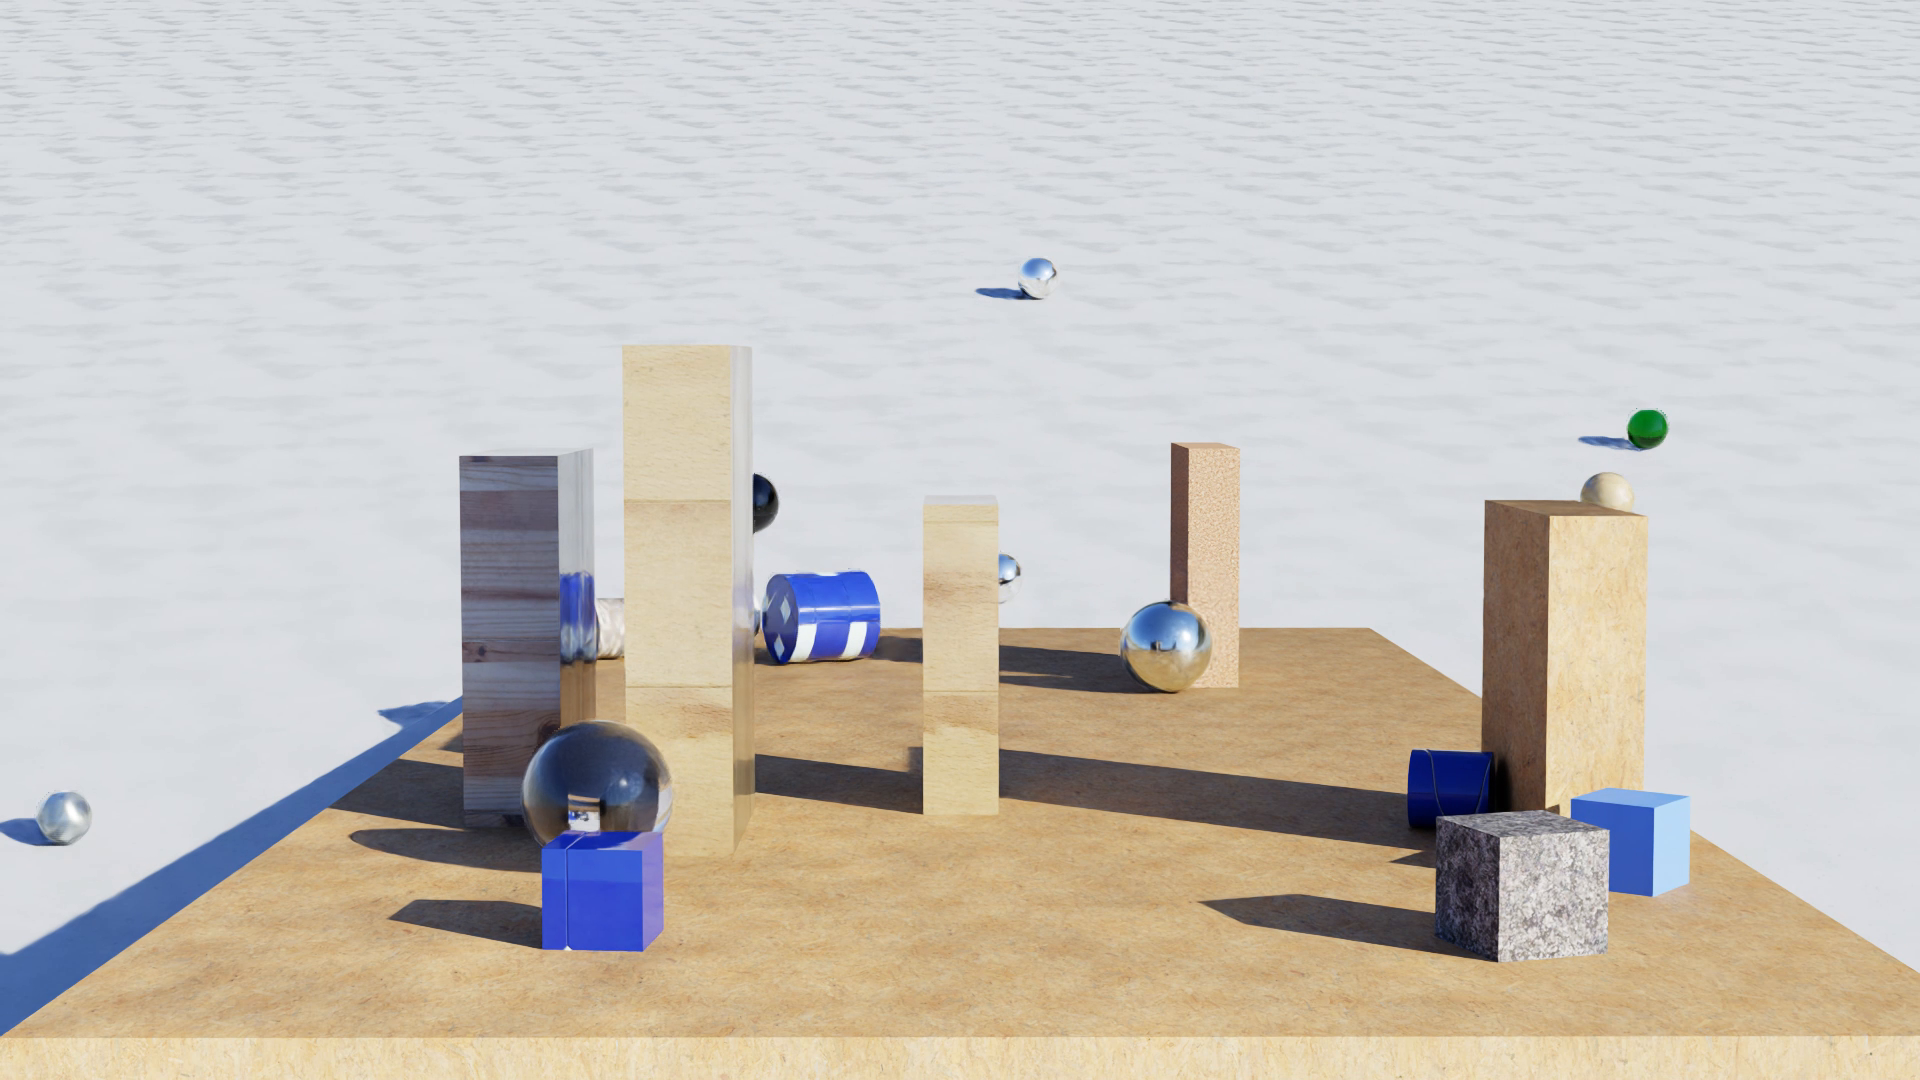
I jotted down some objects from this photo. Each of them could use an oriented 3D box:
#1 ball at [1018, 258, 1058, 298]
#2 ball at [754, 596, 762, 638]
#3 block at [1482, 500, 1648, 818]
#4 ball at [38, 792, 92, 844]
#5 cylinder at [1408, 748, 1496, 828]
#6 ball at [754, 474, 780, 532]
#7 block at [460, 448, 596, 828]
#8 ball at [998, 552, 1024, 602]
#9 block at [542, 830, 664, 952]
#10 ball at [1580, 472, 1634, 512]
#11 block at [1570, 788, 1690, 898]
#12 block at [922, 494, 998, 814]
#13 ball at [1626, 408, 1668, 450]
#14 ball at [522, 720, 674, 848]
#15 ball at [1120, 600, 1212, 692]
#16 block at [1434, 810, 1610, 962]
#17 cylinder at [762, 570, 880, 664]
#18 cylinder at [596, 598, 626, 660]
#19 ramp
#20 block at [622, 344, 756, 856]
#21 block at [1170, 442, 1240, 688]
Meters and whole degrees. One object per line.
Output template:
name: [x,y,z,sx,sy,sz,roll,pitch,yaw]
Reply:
ball: [0.310,-1.042,10.200,0.165,0.165,0.165,0,19,0]
ball: [-0.544,0.178,5.979,0.164,0.164,0.164,0,19,0]
block: [0.840,0.187,3.599,0.129,0.465,0.418,0,4,0]
ball: [-1.941,0.602,5.564,0.114,0.114,0.114,0,19,0]
cylinder: [0.705,0.358,3.679,0.113,0.113,0.113,1,19,17]
ball: [-0.616,-0.108,7.503,0.178,0.178,0.178,0,19,0]
block: [-0.645,0.135,3.864,0.141,0.536,0.366,0,4,0]
ball: [0.107,0.101,6.970,0.133,0.133,0.133,0,19,0]
block: [-0.412,0.405,2.970,0.116,0.116,0.116,0,4,5]
ball: [1.910,-0.123,7.577,0.157,0.157,0.157,0,19,0]
block: [0.857,0.385,3.283,0.112,0.112,0.112,3,5,38]
block: [0.001,0.168,3.931,0.111,0.460,0.293,0,4,0]
ball: [2.222,-0.359,8.294,0.130,0.130,0.130,0,19,0]
ball: [-0.476,0.336,3.380,0.198,0.198,0.198,0,19,0]
ball: [0.420,0.217,5.225,0.187,0.187,0.187,0,19,0]
block: [0.642,0.394,2.938,0.141,0.141,0.141,-1,4,-19]
cylinder: [-0.313,0.173,5.770,0.201,0.201,0.201,-2,18,-28]
cylinder: [-0.786,0.200,5.840,0.137,0.137,0.137,-4,18,-33]
ramp: [0.045,0.407,4.538,2.000,0.100,4.000,0,4,0]
block: [-0.380,0.071,3.647,0.144,0.691,0.377,0,4,0]
block: [0.523,0.043,5.519,0.105,0.494,0.446,0,4,0]
